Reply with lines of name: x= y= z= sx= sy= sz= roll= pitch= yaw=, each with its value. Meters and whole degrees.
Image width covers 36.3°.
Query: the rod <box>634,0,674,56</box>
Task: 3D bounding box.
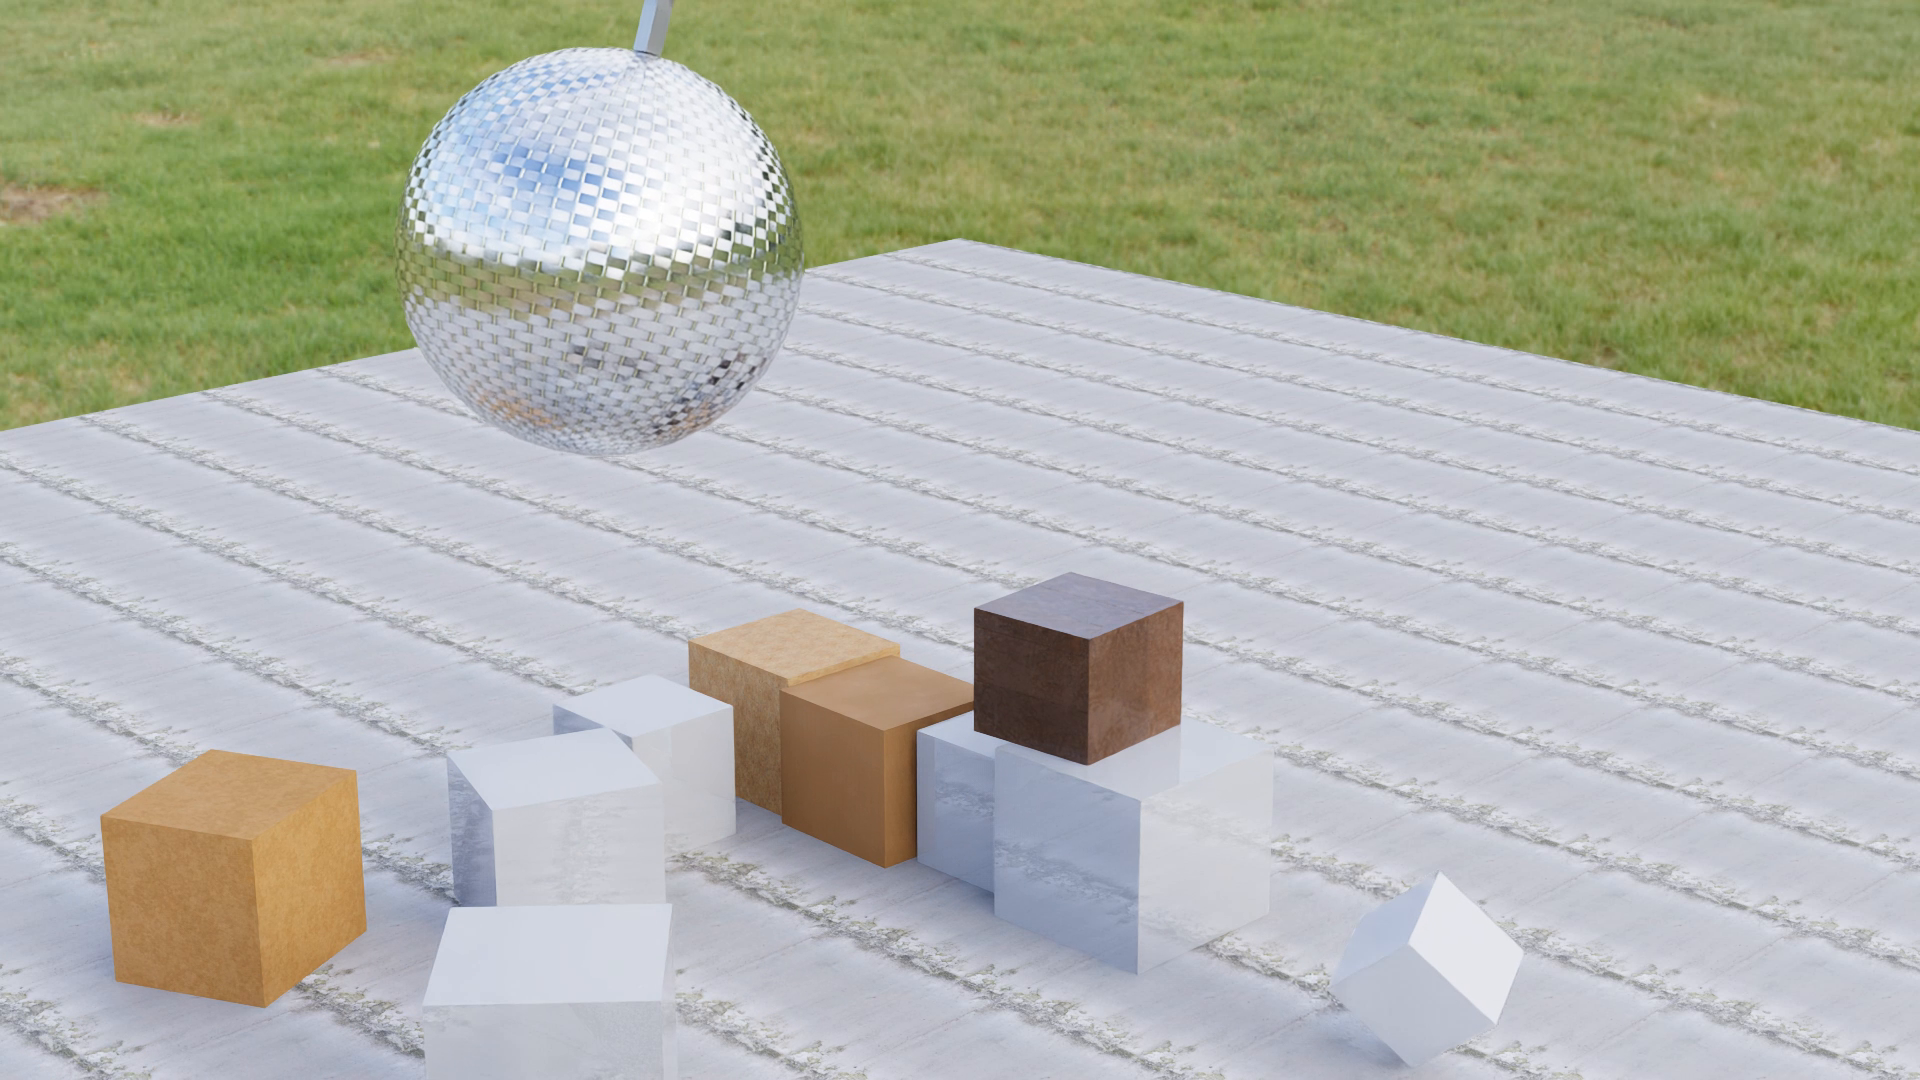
rod: x=-0.611 y=-4.427 z=11.309 sx=0.080 sy=5.200 sz=0.080 roll=17 pitch=5 yaw=42

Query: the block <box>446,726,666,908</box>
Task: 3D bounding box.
block: x=-1.789 y=1.326 z=12.978 sx=0.757 sy=0.688 sz=0.737 roll=-8 pitch=19 yaw=-23

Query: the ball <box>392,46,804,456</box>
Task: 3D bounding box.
ball: x=-1.411 y=-1.128 z=11.508 sx=1.600 sy=1.600 sz=1.600 roll=0 pitch=17 yaw=0

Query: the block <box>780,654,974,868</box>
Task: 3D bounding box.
block: x=-0.340 y=1.037 z=13.910 sx=0.715 sy=0.680 sz=0.736 roll=-16 pitch=23 yaw=-41

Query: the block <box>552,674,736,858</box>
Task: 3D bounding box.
block: x=-1.487 y=1.080 z=13.830 sx=0.591 sy=0.647 sz=0.612 roll=-16 pitch=23 yaw=-41

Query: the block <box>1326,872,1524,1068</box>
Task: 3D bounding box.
block: x=1.840 y=1.699 z=11.583 sx=0.486 sy=0.478 sz=0.421 roll=-40 pitch=10 yaw=44

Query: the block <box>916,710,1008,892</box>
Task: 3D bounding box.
block: x=0.246 y=1.188 z=13.480 sx=0.661 sy=0.650 sz=0.595 roll=17 pitch=24 yaw=42

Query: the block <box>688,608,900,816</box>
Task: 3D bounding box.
block: x=-0.813 y=0.844 z=14.459 sx=0.717 sy=0.720 sz=0.758 roll=-16 pitch=23 yaw=-41

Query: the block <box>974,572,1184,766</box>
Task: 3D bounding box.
block: x=0.523 y=0.557 z=12.948 sx=0.644 sy=0.576 sz=0.669 roll=14 pitch=23 yaw=39

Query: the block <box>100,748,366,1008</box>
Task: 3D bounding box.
block: x=-3.089 y=1.431 z=12.532 sx=0.733 sy=0.756 sz=0.807 roll=6 pitch=19 yaw=19

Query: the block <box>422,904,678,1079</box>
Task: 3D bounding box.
block: x=-1.494 y=1.911 z=10.864 sx=0.838 sy=0.839 sz=0.825 roll=-1 pitch=17 yaw=-2

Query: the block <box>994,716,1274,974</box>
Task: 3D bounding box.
block: x=0.764 y=1.284 z=12.926 sx=0.878 sy=0.798 sz=0.850 roll=-17 pitch=24 yaw=-42
